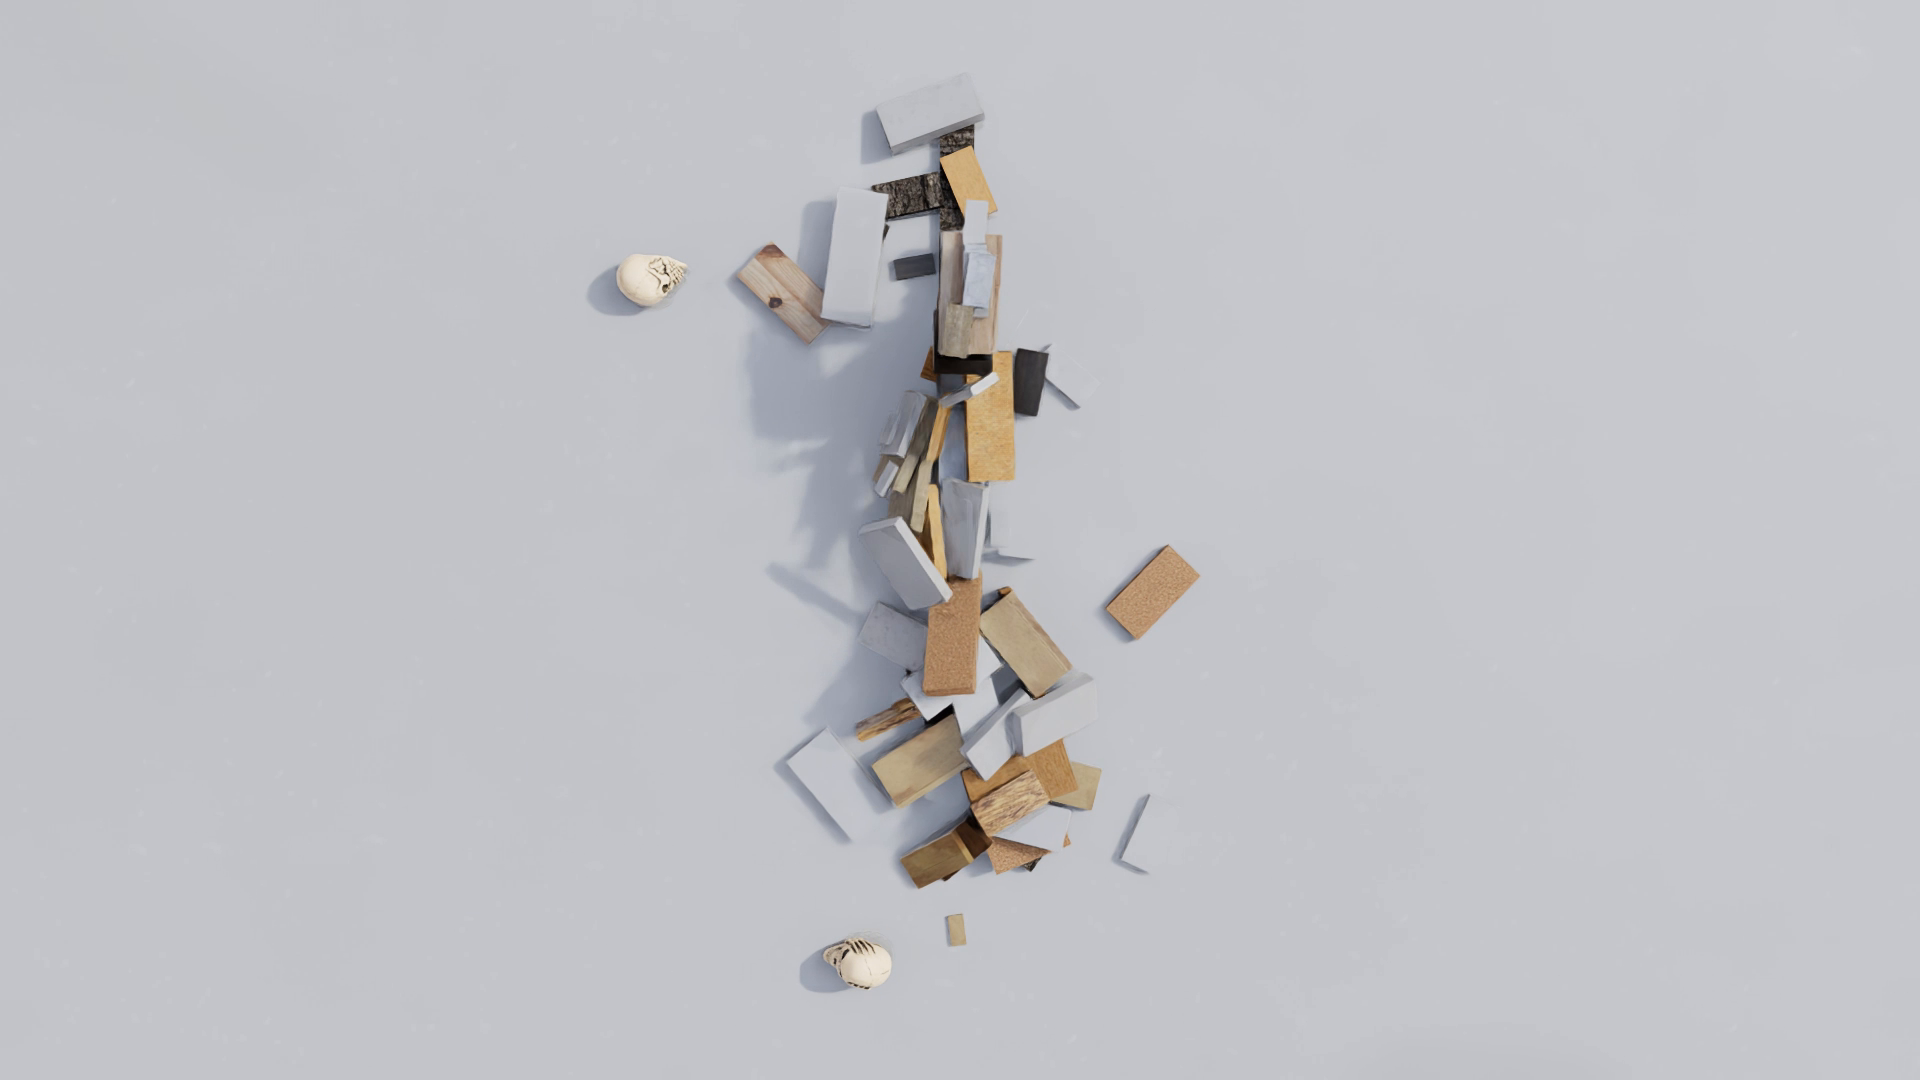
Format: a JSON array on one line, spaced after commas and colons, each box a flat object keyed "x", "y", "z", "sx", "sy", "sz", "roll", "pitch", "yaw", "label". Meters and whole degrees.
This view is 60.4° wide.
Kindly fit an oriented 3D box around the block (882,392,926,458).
[{"x": -0.179, "y": -0.367, "z": 5.274, "sx": 0.030, "sy": 0.105, "sz": 0.210, "roll": 23, "pitch": 83, "yaw": -30, "label": "block"}]

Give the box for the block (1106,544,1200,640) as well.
[{"x": 0.640, "y": 0.174, "z": 5.479, "sx": 0.149, "sy": 0.042, "sz": 0.298, "roll": 44, "pitch": 90, "yaw": 0, "label": "block"}]

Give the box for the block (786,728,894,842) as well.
[{"x": -0.396, "y": 0.812, "z": 5.475, "sx": 0.174, "sy": 0.049, "sz": 0.347, "roll": -40, "pitch": 90, "yaw": 0, "label": "block"}]

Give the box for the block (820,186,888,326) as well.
[{"x": -0.349, "y": -0.932, "z": 5.430, "sx": 0.163, "sy": 0.046, "sz": 0.434, "roll": 8, "pitch": 91, "yaw": -10, "label": "block"}]

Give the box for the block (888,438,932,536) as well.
[{"x": -0.161, "y": -0.159, "z": 5.292, "sx": 0.045, "sy": 0.159, "sz": 0.319, "roll": 20, "pitch": 66, "yaw": -29, "label": "block"}]

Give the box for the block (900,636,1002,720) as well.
[{"x": -0.030, "y": 0.429, "z": 5.286, "sx": 0.298, "sy": 0.042, "sz": 0.149, "roll": -36, "pitch": 100, "yaw": -7, "label": "block"}]

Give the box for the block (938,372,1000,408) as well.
[{"x": 0.027, "y": -0.455, "z": 5.009, "sx": 0.103, "sy": 0.207, "sz": 0.029, "roll": -35, "pitch": 100, "yaw": -26, "label": "block"}]

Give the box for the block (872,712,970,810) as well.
[{"x": -0.096, "y": 0.715, "z": 5.404, "sx": 0.350, "sy": 0.049, "sz": 0.174, "roll": -33, "pitch": 90, "yaw": 0, "label": "block"}]

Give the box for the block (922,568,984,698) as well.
[{"x": -0.020, "y": 0.288, "z": 5.262, "sx": 0.158, "sy": 0.045, "sz": 0.445, "roll": -6, "pitch": 55, "yaw": 15, "label": "block"}]

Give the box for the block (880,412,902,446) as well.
[{"x": -0.224, "y": -0.357, "z": 5.293, "sx": 0.015, "sy": 0.054, "sz": 0.108, "roll": 23, "pitch": 81, "yaw": -31, "label": "block"}]

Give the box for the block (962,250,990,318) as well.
[{"x": 0.048, "y": -0.765, "z": 4.926, "sx": 0.079, "sy": 0.022, "sz": 0.200, "roll": 0, "pitch": 115, "yaw": -3, "label": "block"}]

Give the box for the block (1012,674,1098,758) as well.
[{"x": 0.312, "y": 0.571, "z": 5.367, "sx": 0.317, "sy": 0.045, "sz": 0.158, "roll": -23, "pitch": 123, "yaw": -30, "label": "block"}]

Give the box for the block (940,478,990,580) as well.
[{"x": 0.003, "y": -0.038, "z": 5.296, "sx": 0.151, "sy": 0.043, "sz": 0.301, "roll": 15, "pitch": 107, "yaw": 28, "label": "block"}]

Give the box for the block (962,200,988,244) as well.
[{"x": 0.046, "y": -0.946, "z": 4.920, "sx": 0.067, "sy": 0.019, "sz": 0.133, "roll": 6, "pitch": 87, "yaw": -2, "label": "block"}]

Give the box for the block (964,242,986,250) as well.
[{"x": 0.048, "y": -0.818, "z": 4.925, "sx": 0.067, "sy": 0.019, "sz": 0.133, "roll": -4, "pitch": 115, "yaw": -1, "label": "block"}]

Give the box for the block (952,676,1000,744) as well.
[{"x": 0.041, "y": 0.509, "z": 5.348, "sx": 0.142, "sy": 0.040, "sz": 0.283, "roll": -17, "pitch": 95, "yaw": -10, "label": "block"}]

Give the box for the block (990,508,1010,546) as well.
[{"x": 0.134, "y": -0.043, "z": 5.491, "sx": 0.064, "sy": 0.018, "sz": 0.128, "roll": 1, "pitch": 90, "yaw": 0, "label": "block"}]

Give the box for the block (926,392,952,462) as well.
[{"x": -0.062, "y": -0.356, "z": 5.195, "sx": 0.029, "sy": 0.104, "sz": 0.207, "roll": 15, "pitch": 103, "yaw": 5, "label": "block"}]

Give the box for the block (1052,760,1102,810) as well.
[{"x": 0.310, "y": 0.792, "z": 5.480, "sx": 0.296, "sy": 0.040, "sz": 0.140, "roll": 14, "pitch": 90, "yaw": 0, "label": "block"}]

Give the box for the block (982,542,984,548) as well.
[{"x": 0.053, "y": -0.034, "z": 5.381, "sx": 0.018, "sy": 0.064, "sz": 0.128, "roll": 18, "pitch": 111, "yaw": 37, "label": "block"}]

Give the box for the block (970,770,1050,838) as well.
[{"x": 0.160, "y": 0.850, "z": 5.322, "sx": 0.234, "sy": 0.033, "sz": 0.117, "roll": -30, "pitch": 84, "yaw": -9, "label": "block"}]

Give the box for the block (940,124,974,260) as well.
[{"x": -0.010, "y": -1.124, "z": 5.484, "sx": 0.114, "sy": 0.032, "sz": 0.528, "roll": 0, "pitch": 90, "yaw": 0, "label": "block"}]

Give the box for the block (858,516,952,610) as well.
[{"x": -0.172, "y": 0.077, "z": 5.238, "sx": 0.159, "sy": 0.045, "sz": 0.319, "roll": -14, "pitch": 120, "yaw": 39, "label": "block"}]

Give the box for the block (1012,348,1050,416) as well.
[{"x": 0.225, "y": -0.524, "z": 5.464, "sx": 0.105, "sy": 0.030, "sz": 0.210, "roll": 11, "pitch": 98, "yaw": 7, "label": "block"}]

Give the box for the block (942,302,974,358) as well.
[{"x": -0.006, "y": -0.630, "z": 4.952, "sx": 0.079, "sy": 0.022, "sz": 0.158, "roll": 9, "pitch": 108, "yaw": 4, "label": "block"}]

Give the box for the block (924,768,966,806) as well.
[{"x": -0.036, "y": 0.749, "z": 5.446, "sx": 0.117, "sy": 0.033, "sz": 0.237, "roll": 12, "pitch": 90, "yaw": 0, "label": "block"}]

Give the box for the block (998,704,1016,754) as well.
[{"x": 0.124, "y": 0.686, "z": 5.447, "sx": 0.140, "sy": 0.040, "sz": 0.281, "roll": 5, "pitch": 80, "yaw": 8, "label": "block"}]

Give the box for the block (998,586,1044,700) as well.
[{"x": 0.205, "y": 0.348, "z": 5.429, "sx": 0.040, "sy": 0.142, "sz": 0.399, "roll": -17, "pitch": 90, "yaw": -1, "label": "block"}]

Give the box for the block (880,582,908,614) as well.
[{"x": -0.210, "y": 0.189, "z": 5.492, "sx": 0.054, "sy": 0.015, "sz": 0.108, "roll": -44, "pitch": 90, "yaw": 0, "label": "block"}]

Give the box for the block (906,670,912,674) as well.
[{"x": -0.127, "y": 0.414, "z": 5.361, "sx": 0.100, "sy": 0.014, "sz": 0.050, "roll": -27, "pitch": 62, "yaw": 23, "label": "block"}]

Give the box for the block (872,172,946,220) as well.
[{"x": -0.172, "y": -1.139, "z": 5.466, "sx": 0.228, "sy": 0.032, "sz": 0.114, "roll": -10, "pitch": 90, "yaw": 9, "label": "block"}]

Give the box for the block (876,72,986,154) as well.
[{"x": -0.098, "y": -1.413, "z": 5.454, "sx": 0.326, "sy": 0.046, "sz": 0.163, "roll": -20, "pitch": 73, "yaw": 0, "label": "block"}]

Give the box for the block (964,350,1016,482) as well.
[{"x": 0.093, "y": -0.393, "z": 5.254, "sx": 0.151, "sy": 0.043, "sz": 0.408, "roll": -4, "pitch": 100, "yaw": -11, "label": "block"}]

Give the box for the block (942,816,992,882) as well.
[{"x": -0.010, "y": 1.017, "z": 5.427, "sx": 0.117, "sy": 0.033, "sz": 0.234, "roll": 46, "pitch": 120, "yaw": 0, "label": "block"}]

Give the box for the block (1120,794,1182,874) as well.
[{"x": 0.637, "y": 0.978, "z": 5.483, "sx": 0.117, "sy": 0.033, "sz": 0.234, "roll": 25, "pitch": 90, "yaw": 0, "label": "block"}]
